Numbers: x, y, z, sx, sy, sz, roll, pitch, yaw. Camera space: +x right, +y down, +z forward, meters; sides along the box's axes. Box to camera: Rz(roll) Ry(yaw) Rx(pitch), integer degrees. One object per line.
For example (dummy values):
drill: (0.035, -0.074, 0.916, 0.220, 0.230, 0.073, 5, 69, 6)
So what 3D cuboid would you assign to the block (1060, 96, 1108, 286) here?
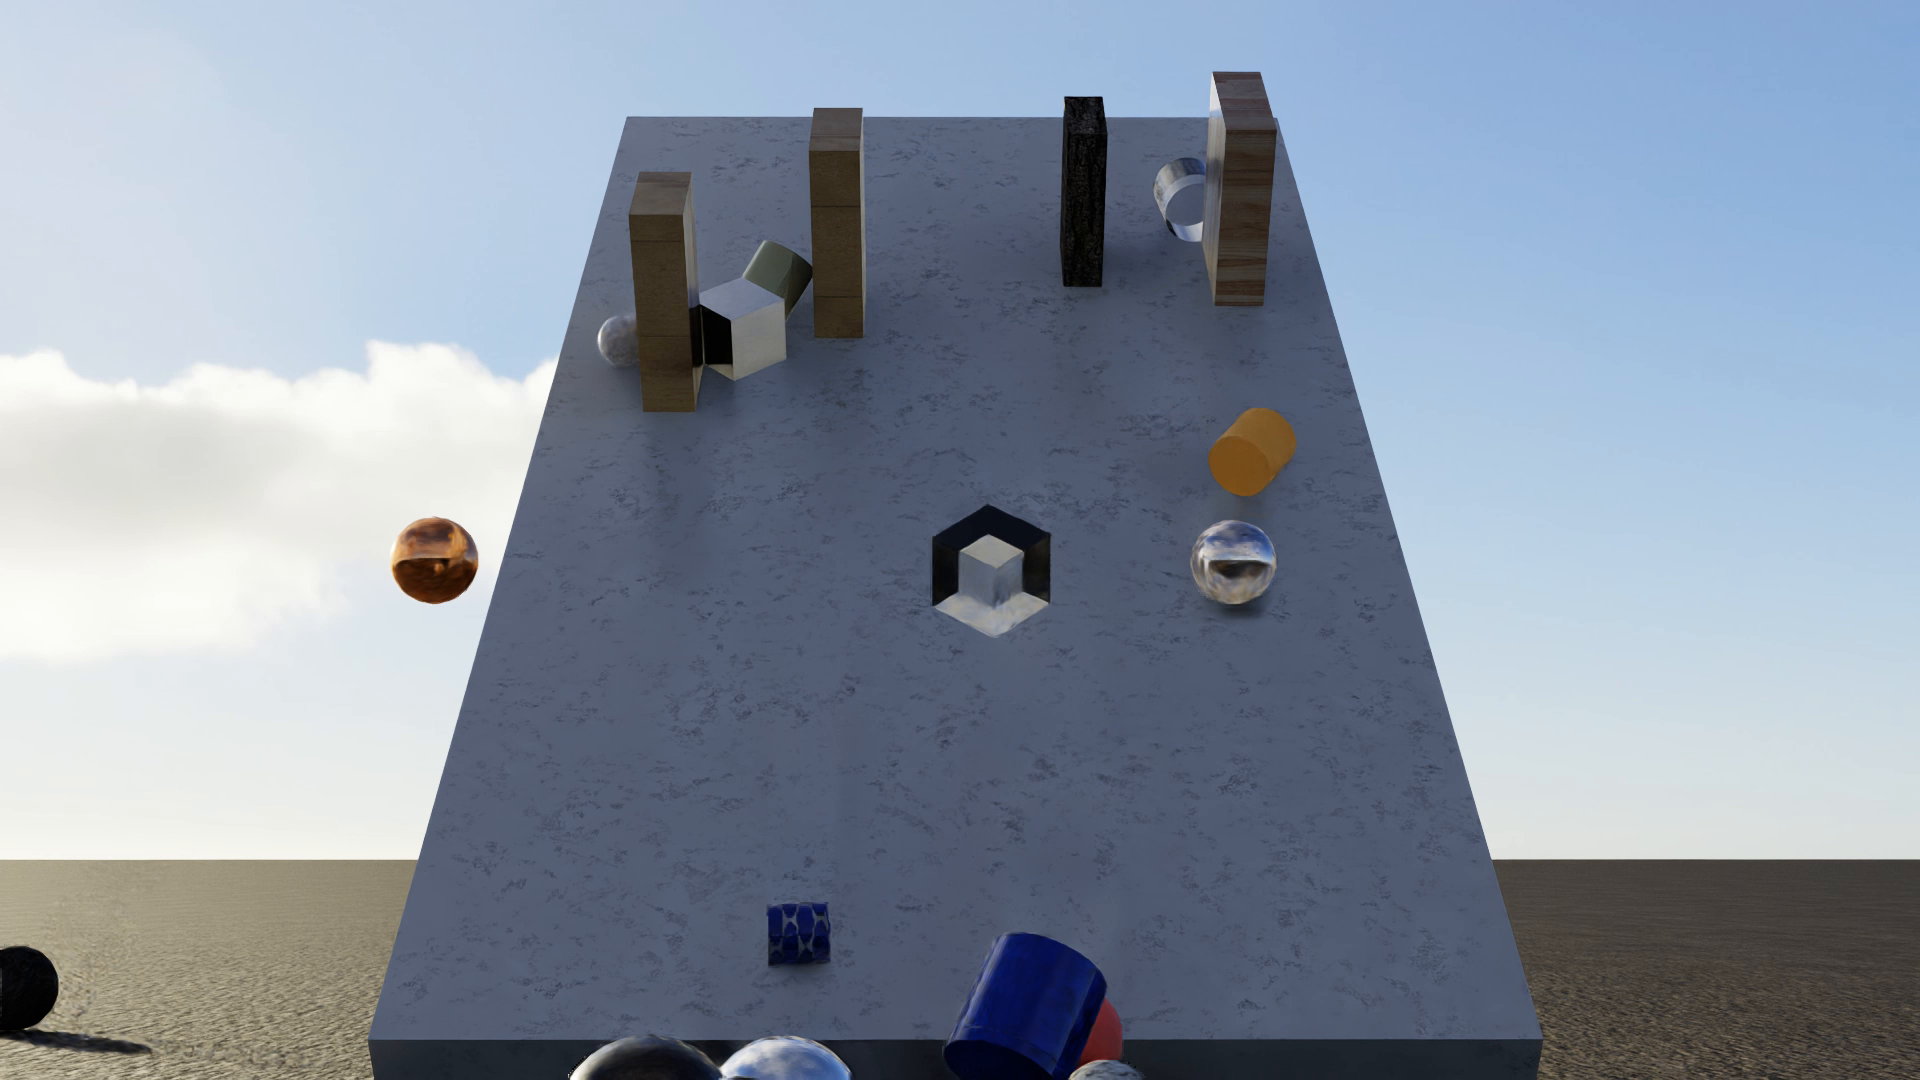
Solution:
block: (0.329, -0.931, 6.558, 0.103, 0.438, 0.254, 0, 33, 0)

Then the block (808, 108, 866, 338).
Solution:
block: (-0.311, -0.812, 6.292, 0.125, 0.520, 0.273, 0, 33, 0)

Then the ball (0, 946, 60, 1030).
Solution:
ball: (-2.103, 0.996, 5.456, 0.187, 0.187, 0.187, 0, -7, 0)

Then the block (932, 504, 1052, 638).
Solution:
block: (0.067, 0.066, 5.234, 0.179, 0.179, 0.179, 26, 40, 34)

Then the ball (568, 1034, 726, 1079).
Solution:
ball: (-0.333, 0.627, 2.609, 0.199, 0.199, 0.199, 0, -7, 0)

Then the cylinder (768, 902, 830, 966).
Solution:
cylinder: (-0.284, 0.691, 4.314, 0.107, 0.107, 0.107, -2, -7, -5)

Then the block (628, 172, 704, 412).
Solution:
block: (-0.709, -0.600, 5.950, 0.126, 0.527, 0.243, 0, 33, 0)

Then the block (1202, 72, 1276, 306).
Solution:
block: (0.736, -0.933, 6.509, 0.129, 0.498, 0.393, 0, 33, 0)

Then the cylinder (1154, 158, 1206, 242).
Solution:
cylinder: (0.641, -0.949, 6.832, 0.176, 0.176, 0.176, 1, 32, -9)

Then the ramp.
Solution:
ramp: (-0.015, -0.184, 5.885, 2.000, 0.100, 4.000, 0, 33, 0)

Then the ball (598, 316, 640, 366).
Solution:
ball: (-0.845, -0.500, 6.163, 0.129, 0.129, 0.129, 0, -7, 0)

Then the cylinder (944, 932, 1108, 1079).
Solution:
cylinder: (0.099, 0.715, 3.643, 0.188, 0.188, 0.188, 18, -36, 13)

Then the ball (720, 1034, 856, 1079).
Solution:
ball: (-0.202, 0.662, 2.818, 0.183, 0.183, 0.183, 0, -7, 0)

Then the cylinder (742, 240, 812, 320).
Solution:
cylinder: (-0.481, -0.663, 6.334, 0.158, 0.158, 0.158, 28, -11, 6)

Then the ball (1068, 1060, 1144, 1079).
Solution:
ball: (0.191, 0.742, 3.211, 0.123, 0.123, 0.123, 0, -7, 0)

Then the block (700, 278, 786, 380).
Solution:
block: (-0.559, -0.532, 6.177, 0.170, 0.170, 0.170, -27, 41, -35)

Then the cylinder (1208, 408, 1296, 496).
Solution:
cylinder: (0.677, -0.205, 5.687, 0.153, 0.153, 0.153, -5, 25, 35)

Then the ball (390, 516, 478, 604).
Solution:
ball: (-1.265, 0.049, 5.905, 0.210, 0.210, 0.210, 0, -7, 0)

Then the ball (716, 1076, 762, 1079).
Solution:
ball: (-0.221, 0.621, 2.443, 0.170, 0.170, 0.170, 0, -7, 0)

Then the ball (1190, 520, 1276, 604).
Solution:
ball: (0.587, 0.046, 5.266, 0.182, 0.182, 0.182, 0, -7, 0)

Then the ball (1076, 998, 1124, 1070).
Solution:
ball: (0.177, 0.816, 4.017, 0.181, 0.181, 0.181, 0, -7, 0)
